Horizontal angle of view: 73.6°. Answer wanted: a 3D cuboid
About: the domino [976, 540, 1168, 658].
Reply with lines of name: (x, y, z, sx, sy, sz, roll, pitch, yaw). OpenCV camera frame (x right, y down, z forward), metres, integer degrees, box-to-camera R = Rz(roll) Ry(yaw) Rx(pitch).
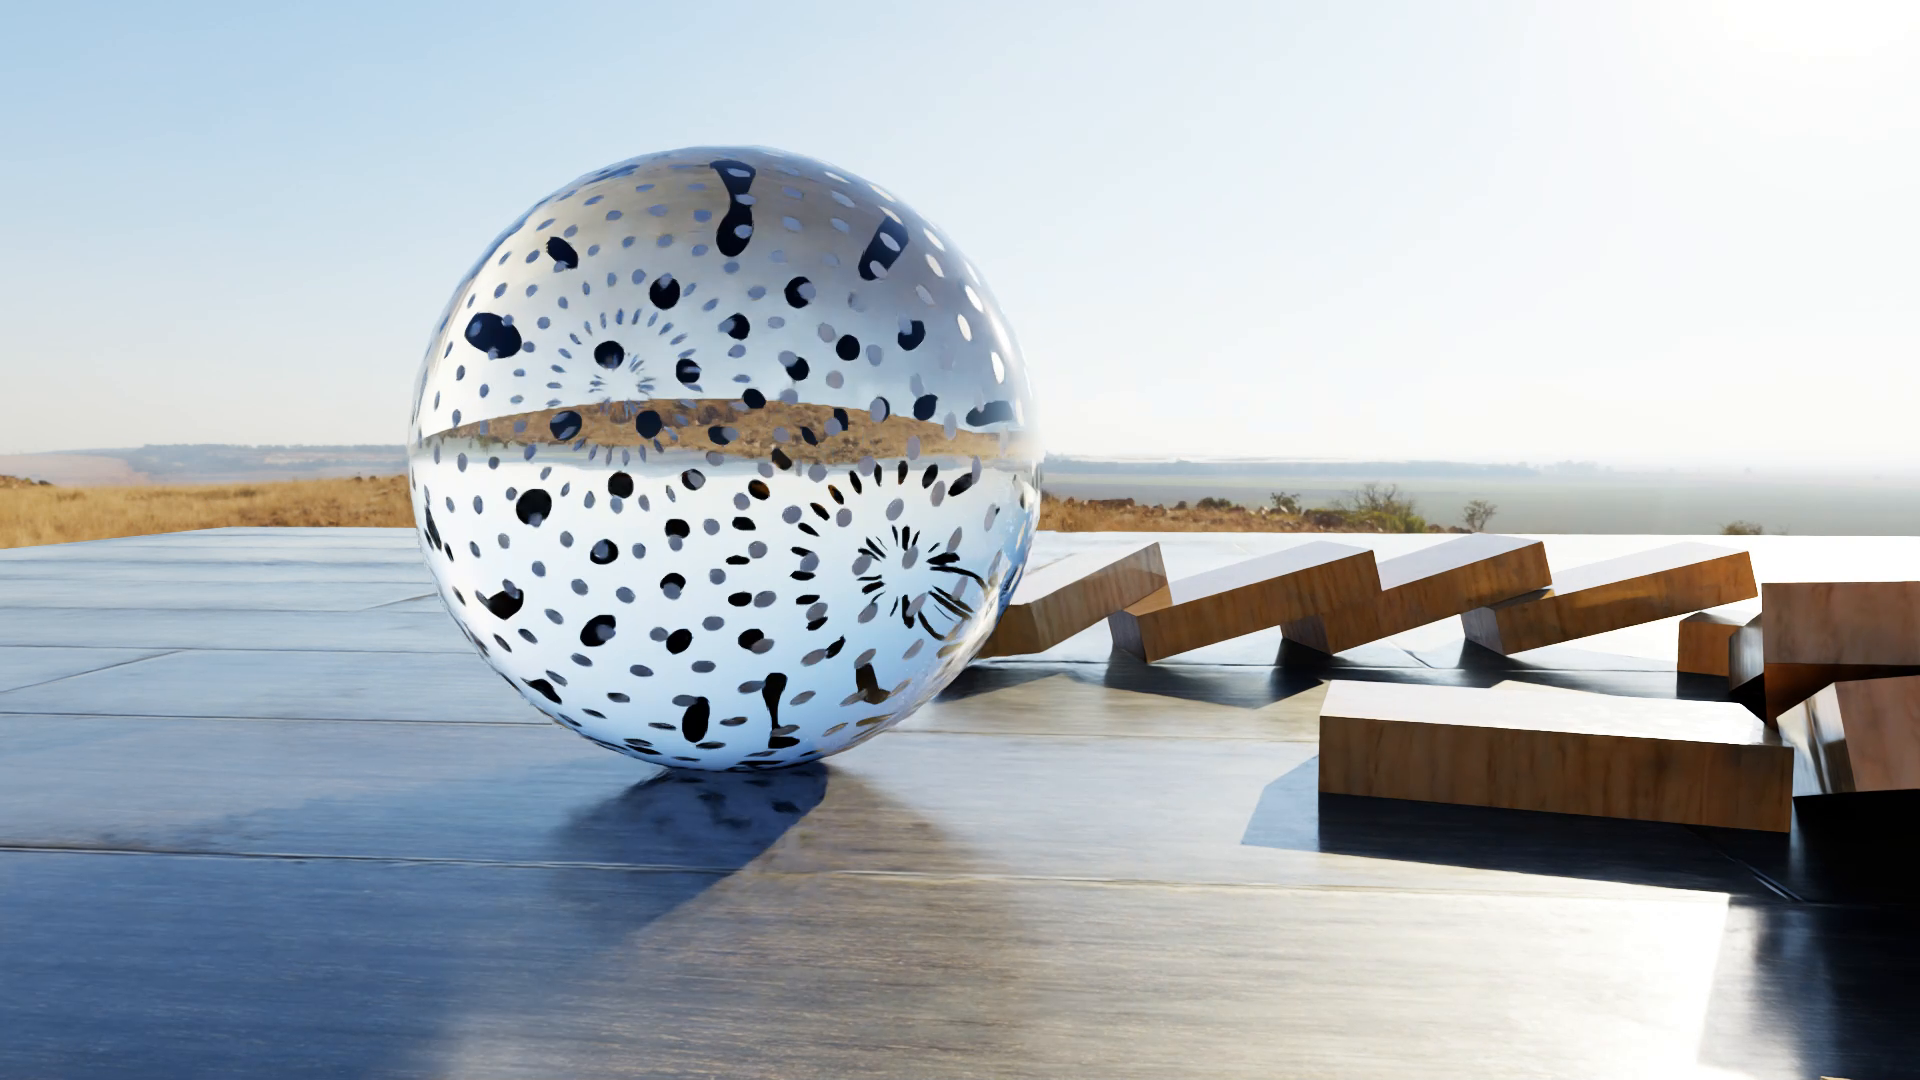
domino: (0.019, 0.012, 0.261, 0.025, 0.009, 0.050, -10, 7, 38)

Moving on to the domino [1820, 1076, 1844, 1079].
domino: (0.052, 0.027, 0.040, 0.025, 0.010, 0.050, 1, -14, 14)

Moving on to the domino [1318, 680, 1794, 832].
domino: (0.072, 0.026, 0.160, 0.050, 0.010, 0.025, 2, 5, 19)

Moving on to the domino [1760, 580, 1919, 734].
domino: (0.116, 0.016, 0.161, 0.025, 0.010, 0.050, -2, -18, 32)

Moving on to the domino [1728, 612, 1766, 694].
domino: (0.136, 0.016, 0.194, 0.025, 0.009, 0.050, 2, -12, 21)

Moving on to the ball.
ball: (-0.029, -0.010, 0.168, 0.080, 0.080, 0.080, 0, 4, 0)

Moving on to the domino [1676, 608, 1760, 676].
domino: (0.162, 0.020, 0.234, 0.050, 0.009, 0.025, 4, 6, 40)

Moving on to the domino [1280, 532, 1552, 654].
domino: (0.096, 0.011, 0.274, 0.050, 0.009, 0.025, -16, 6, -7)

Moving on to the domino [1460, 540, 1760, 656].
domino: (0.133, 0.012, 0.268, 0.050, 0.009, 0.025, -14, 3, 5)

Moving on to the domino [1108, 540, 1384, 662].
domino: (0.057, 0.012, 0.264, 0.050, 0.009, 0.025, -15, 6, -7)

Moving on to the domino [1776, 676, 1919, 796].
domino: (0.100, 0.020, 0.129, 0.025, 0.010, 0.050, -9, -15, 26)
